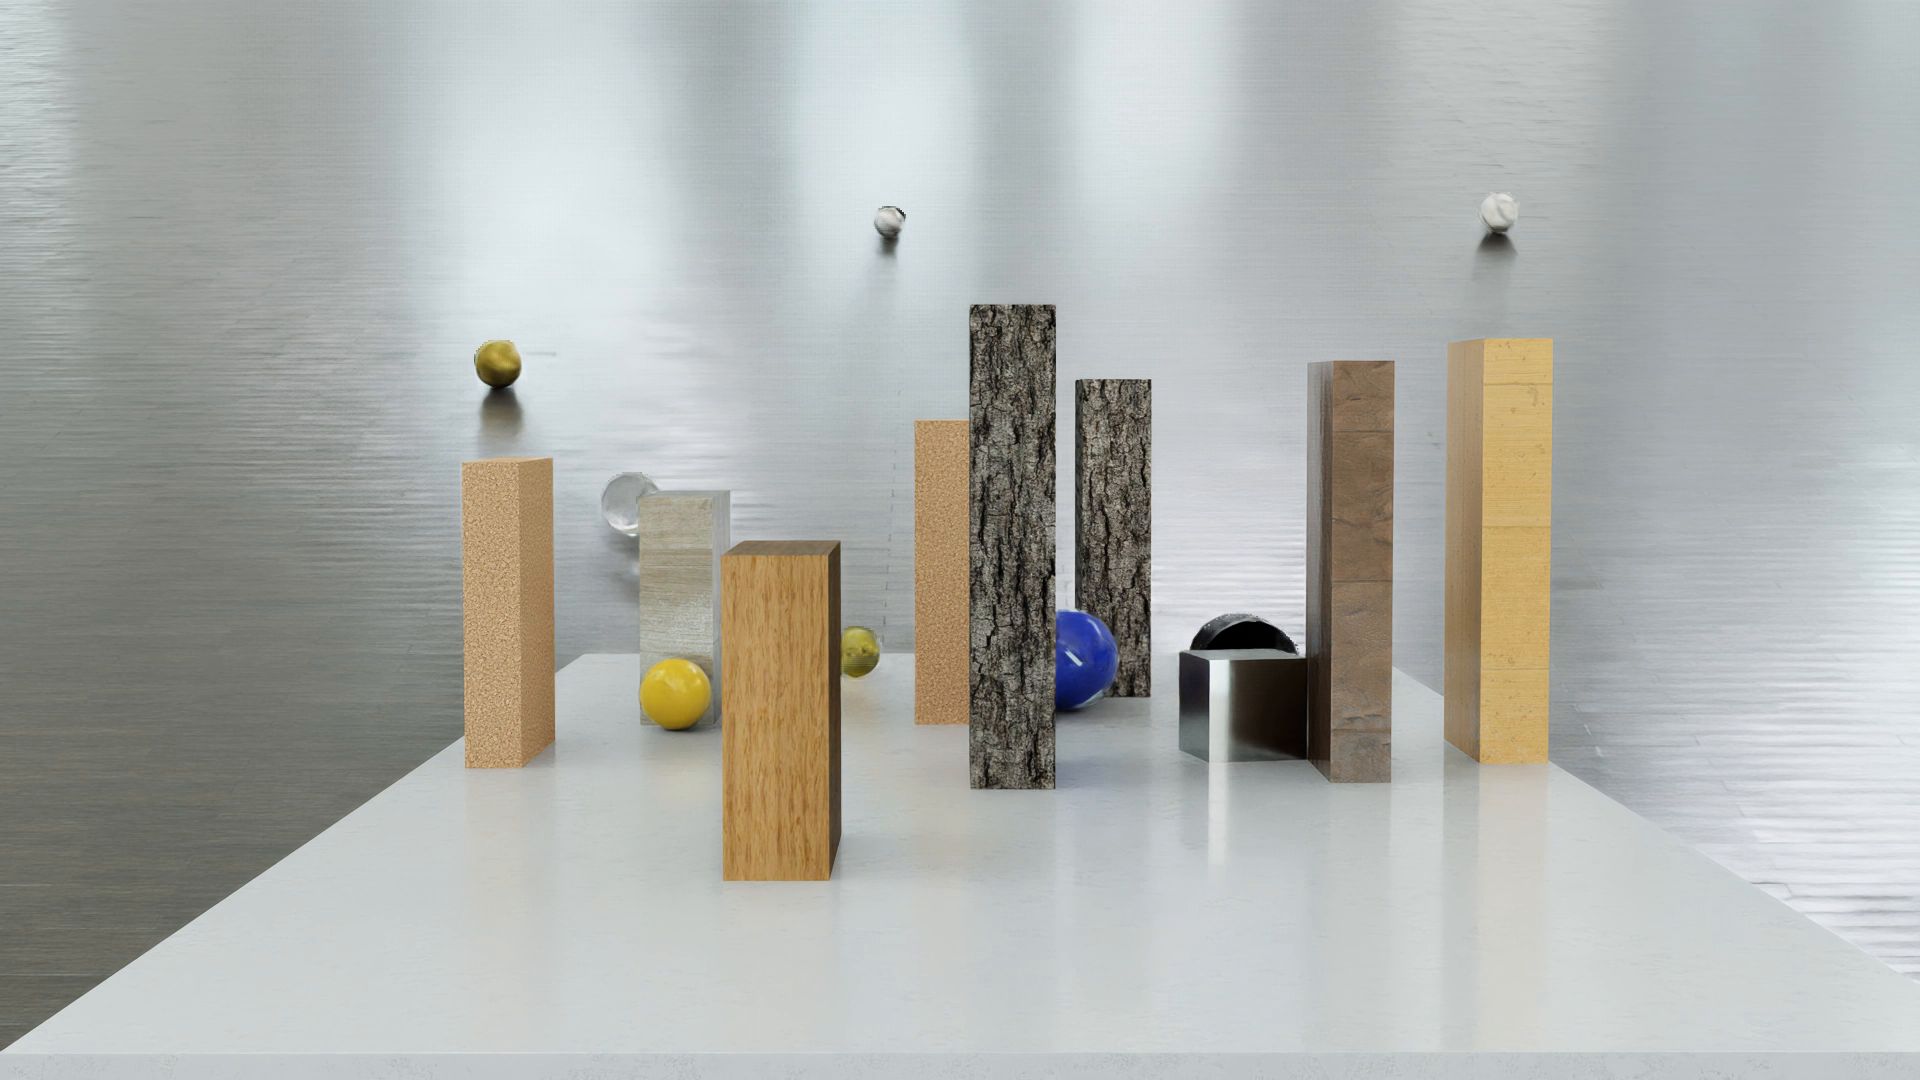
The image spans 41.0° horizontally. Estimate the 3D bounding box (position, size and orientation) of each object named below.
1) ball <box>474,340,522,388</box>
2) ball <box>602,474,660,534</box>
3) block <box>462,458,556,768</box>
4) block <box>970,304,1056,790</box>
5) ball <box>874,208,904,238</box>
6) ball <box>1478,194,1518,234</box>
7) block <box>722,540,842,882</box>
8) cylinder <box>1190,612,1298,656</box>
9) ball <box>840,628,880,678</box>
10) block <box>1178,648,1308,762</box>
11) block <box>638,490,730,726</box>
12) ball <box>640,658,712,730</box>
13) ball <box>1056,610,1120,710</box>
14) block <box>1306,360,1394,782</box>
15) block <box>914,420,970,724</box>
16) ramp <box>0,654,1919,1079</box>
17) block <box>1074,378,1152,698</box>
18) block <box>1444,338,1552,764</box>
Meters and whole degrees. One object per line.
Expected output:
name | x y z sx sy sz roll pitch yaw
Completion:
ball | -1.591 -0.605 8.865 0.163 0.163 0.163 0 21 0
ball | -0.965 -0.107 7.561 0.178 0.178 0.178 0 21 0
block | -0.816 0.122 4.664 0.099 0.535 0.379 0 3 0
block | 0.087 0.004 4.385 0.140 0.798 0.328 0 3 0
ball | -0.298 -1.332 10.789 0.126 0.126 0.126 0 21 0
ball | 2.274 -1.381 10.857 0.167 0.167 0.167 0 21 0
block | -0.246 0.228 3.610 0.142 0.436 0.372 0 3 0
cylinder | 0.575 0.257 5.210 0.204 0.204 0.204 -1 3 -2
ball | -0.242 0.261 5.968 0.115 0.115 0.115 0 21 0
block | 0.511 0.298 4.656 0.182 0.182 0.182 -1 3 -12
block | -0.561 0.131 5.275 0.145 0.451 0.406 0 3 0
ball | -0.553 0.301 5.011 0.140 0.140 0.140 0 21 0
ball | 0.226 0.249 5.330 0.208 0.208 0.208 0 21 0
block | 0.672 0.046 4.452 0.102 0.707 0.316 0 3 0
block | -0.015 0.057 5.239 0.149 0.602 0.319 0 3 0
ramp | 0.049 0.446 4.532 2.000 0.100 4.000 0 3 0
block | 0.338 -0.013 5.722 0.148 0.687 0.361 0 3 0
block | 0.979 0.012 4.692 0.121 0.749 0.336 0 3 0
